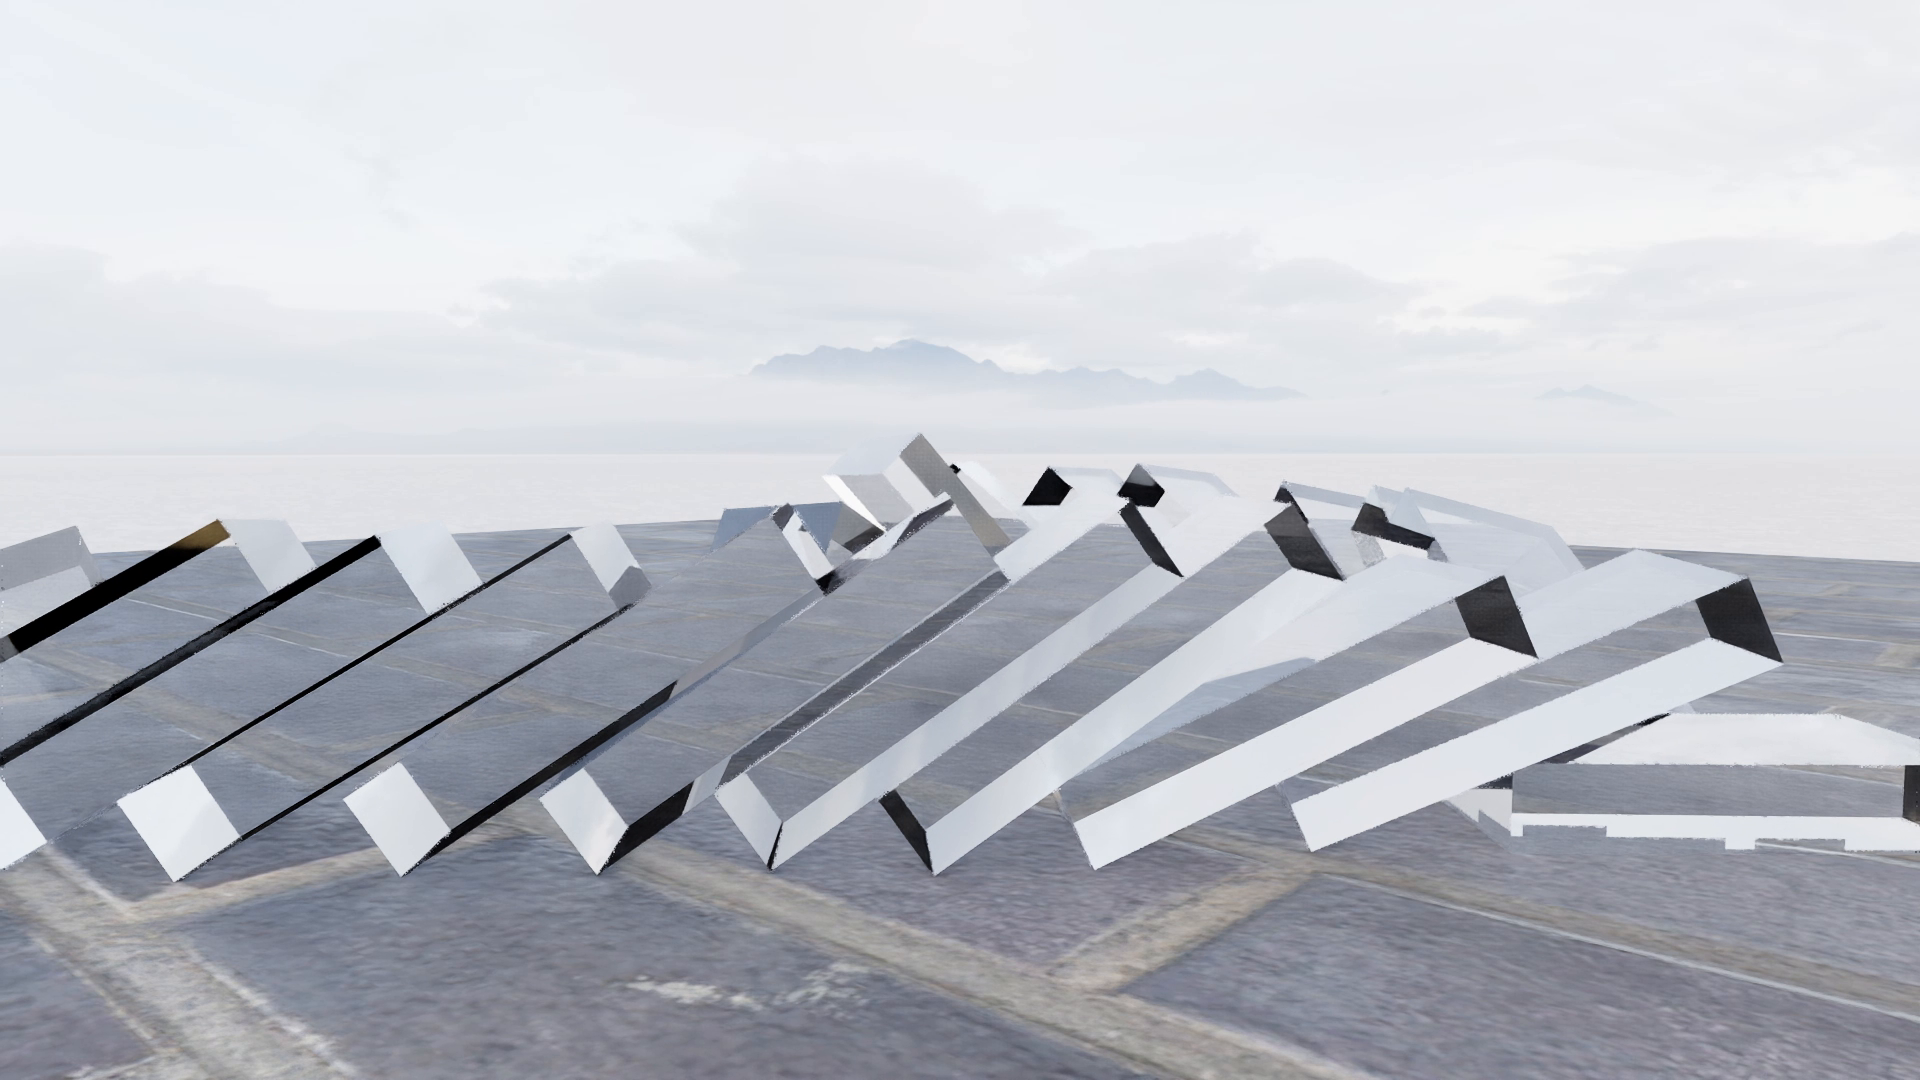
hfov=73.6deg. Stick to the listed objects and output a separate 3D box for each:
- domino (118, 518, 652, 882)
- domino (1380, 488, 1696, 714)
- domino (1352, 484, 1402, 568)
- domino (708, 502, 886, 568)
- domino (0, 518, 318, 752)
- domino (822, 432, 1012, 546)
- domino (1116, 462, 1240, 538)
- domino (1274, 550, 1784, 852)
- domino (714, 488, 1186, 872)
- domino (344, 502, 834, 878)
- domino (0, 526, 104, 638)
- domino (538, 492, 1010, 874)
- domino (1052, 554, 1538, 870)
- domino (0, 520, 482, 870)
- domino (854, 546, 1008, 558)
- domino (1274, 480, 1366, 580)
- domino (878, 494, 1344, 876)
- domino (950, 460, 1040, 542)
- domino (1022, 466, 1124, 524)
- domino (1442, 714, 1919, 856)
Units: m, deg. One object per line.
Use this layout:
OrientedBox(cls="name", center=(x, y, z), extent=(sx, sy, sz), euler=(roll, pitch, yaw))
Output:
OrientedBox(cls="domino", center=(-0.059, 0.015, 0.138), extent=(0.050, 0.010, 0.025), euler=(-31, 7, -3))
OrientedBox(cls="domino", center=(0.080, 0.011, 0.182), extent=(0.025, 0.010, 0.050), euler=(14, 29, -6))
OrientedBox(cls="domino", center=(0.081, 0.009, 0.205), extent=(0.025, 0.010, 0.050), euler=(16, 29, -3))
OrientedBox(cls="domino", center=(-0.013, 0.010, 0.203), extent=(0.025, 0.009, 0.050), euler=(-2, -27, 39))
OrientedBox(cls="domino", center=(-0.095, 0.015, 0.136), extent=(0.050, 0.010, 0.025), euler=(-32, 8, -12))
OrientedBox(cls="domino", center=(0.000, 0.004, 0.224), extent=(0.010, 0.050, 0.025), euler=(-48, 22, -19))
OrientedBox(cls="domino", center=(0.053, 0.006, 0.234), extent=(0.025, 0.010, 0.050), euler=(3, 36, -44))
OrientedBox(cls="domino", center=(0.058, 0.017, 0.143), extent=(0.050, 0.010, 0.025), euler=(-24, 4, 7))
OrientedBox(cls="domino", center=(-0.002, 0.013, 0.138), extent=(0.050, 0.009, 0.025), euler=(-35, 6, 0))
OrientedBox(cls="domino", center=(-0.038, 0.014, 0.138), extent=(0.050, 0.010, 0.025), euler=(-34, 6, 0))
OrientedBox(cls="domino", center=(-0.121, 0.015, 0.138), extent=(0.050, 0.009, 0.025), euler=(-27, -2, -37))
OrientedBox(cls="domino", center=(-0.019, 0.014, 0.138), extent=(0.050, 0.010, 0.025), euler=(-35, 6, 1))
OrientedBox(cls="domino", center=(0.033, 0.017, 0.141), extent=(0.050, 0.009, 0.025), euler=(-25, 6, -2))
OrientedBox(cls="domino", center=(-0.078, 0.016, 0.136), extent=(0.050, 0.009, 0.025), euler=(-31, 8, -5))
OrientedBox(cls="domino", center=(0.000, 0.014, 0.176), extent=(0.025, 0.009, 0.050), euler=(0, -21, 0))
OrientedBox(cls="domino", center=(0.074, 0.008, 0.224), extent=(0.025, 0.010, 0.050), euler=(10, 29, -13))
OrientedBox(cls="domino", center=(0.014, 0.014, 0.139), extent=(0.050, 0.010, 0.025), euler=(-35, 6, -2))
OrientedBox(cls="domino", center=(0.017, 0.005, 0.240), extent=(0.050, 0.010, 0.025), euler=(40, 10, 5))
OrientedBox(cls="domino", center=(0.037, 0.005, 0.241), extent=(0.050, 0.010, 0.025), euler=(44, 24, 25))
OrientedBox(cls="domino", center=(0.082, 0.027, 0.145), extent=(0.050, 0.010, 0.025), euler=(0, 4, 1))
